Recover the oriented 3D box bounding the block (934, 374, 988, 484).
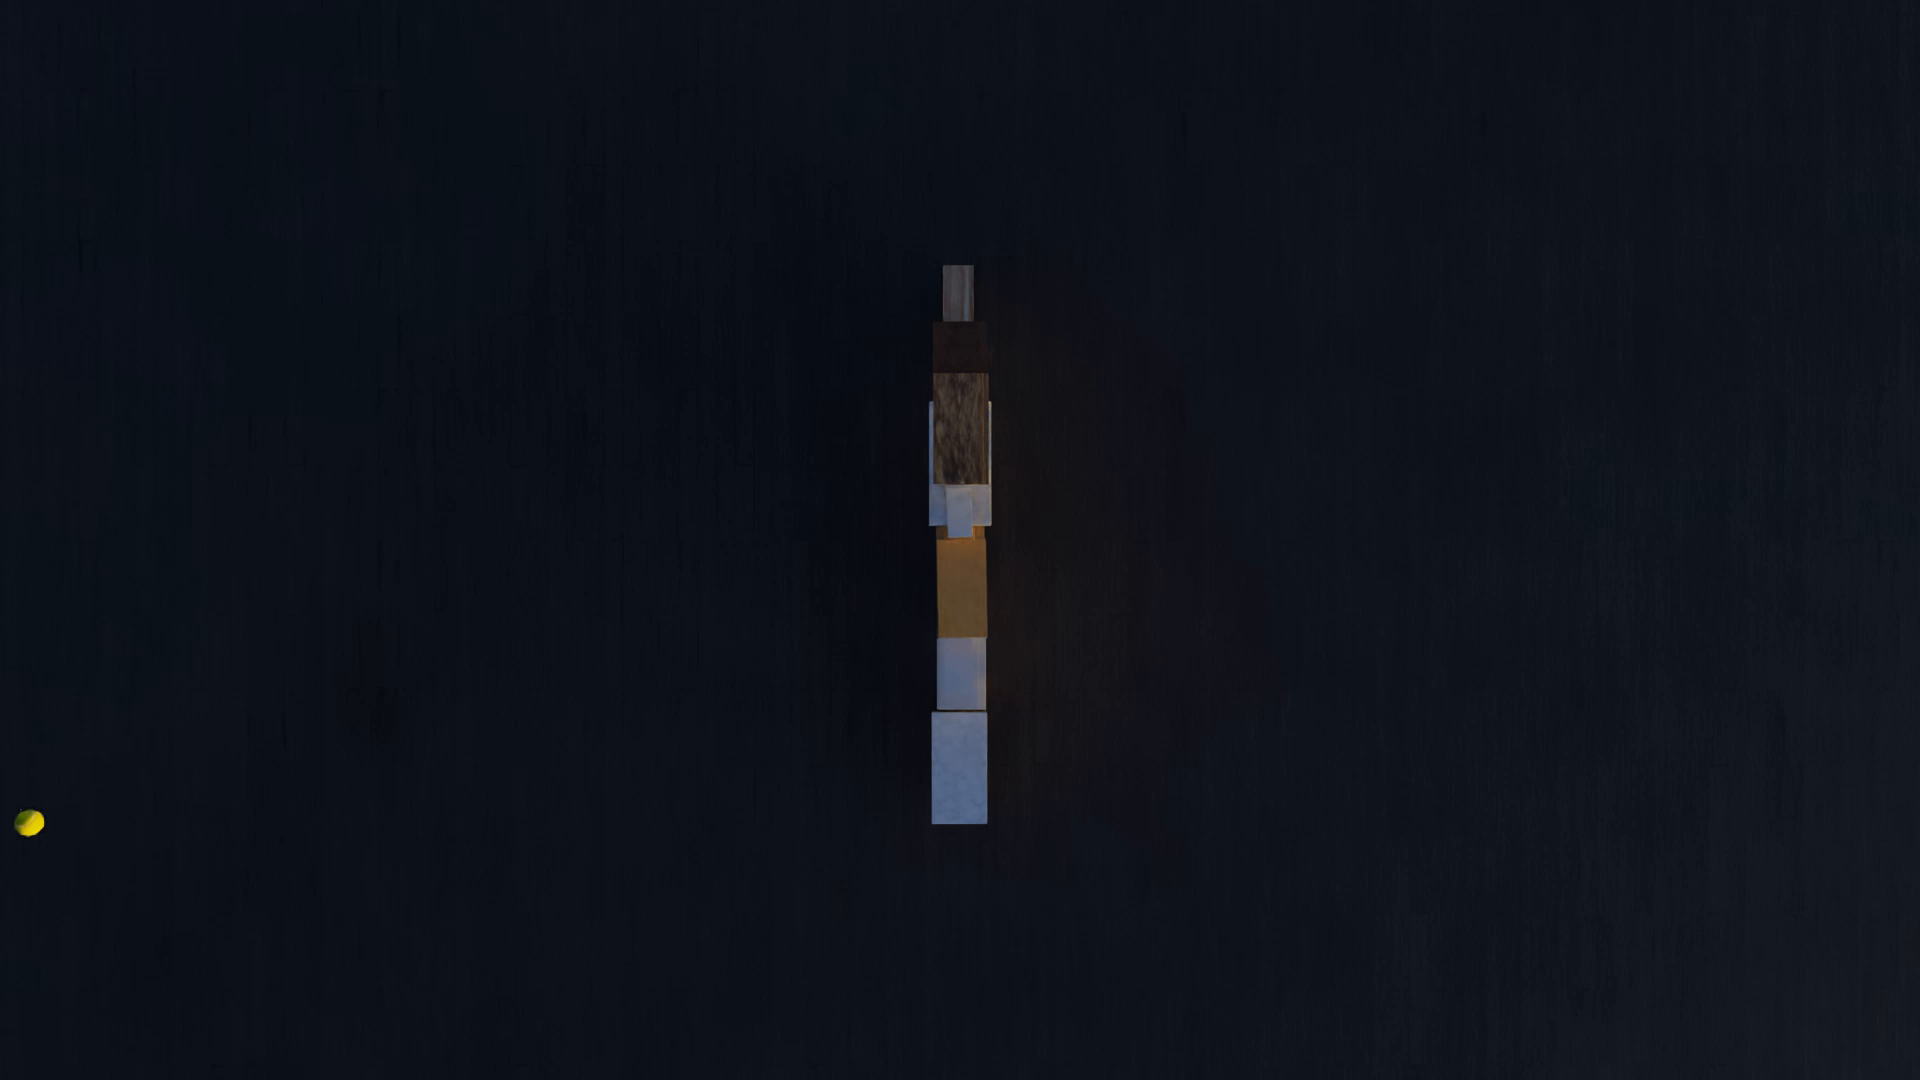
[{"bbox_3d":[0.003,-0.296,4.396,0.147,0.042,0.294,0,90,0],"label":"block"}]

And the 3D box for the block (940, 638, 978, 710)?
[{"bbox_3d":[-0.002,0.386,4.903,0.115,0.033,0.230,0,90,0],"label":"block"}]

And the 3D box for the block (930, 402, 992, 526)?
[{"bbox_3d":[0.001,-0.218,4.736,0.177,0.050,0.355,0,90,0],"label":"block"}]

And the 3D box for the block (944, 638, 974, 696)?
[{"bbox_3d":[-0.004,0.360,4.710,0.082,0.023,0.165,0,90,0],"label":"block"}]

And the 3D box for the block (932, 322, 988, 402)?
[{"bbox_3d":[0.000,-0.510,5.140,0.168,0.048,0.337,0,90,0],"label":"block"}]

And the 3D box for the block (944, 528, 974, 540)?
[{"bbox_3d":[-0.004,0.054,4.964,0.089,0.025,0.177,0,90,0],"label":"block"}]

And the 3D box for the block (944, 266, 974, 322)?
[{"bbox_3d":[-0.005,-0.781,5.290,0.098,0.028,0.196,0,90,0],"label":"block"}]

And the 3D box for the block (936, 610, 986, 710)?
[{"bbox_3d":[0.004,0.376,5.171,0.153,0.043,0.307,0,90,0],"label":"block"}]

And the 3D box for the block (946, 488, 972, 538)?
[{"bbox_3d":[-0.002,-0.075,4.565,0.068,0.019,0.136,-2,90,0],"label":"block"}]

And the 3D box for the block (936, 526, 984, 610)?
[{"bbox_3d":[0.000,0.066,5.175,0.152,0.043,0.303,0,90,0],"label":"block"}]

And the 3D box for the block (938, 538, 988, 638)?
[{"bbox_3d":[0.006,0.136,4.656,0.138,0.039,0.275,-1,90,0],"label":"block"}]

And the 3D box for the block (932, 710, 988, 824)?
[{"bbox_3d":[-0.002,0.707,5.131,0.172,0.049,0.345,0,90,0],"label":"block"}]
